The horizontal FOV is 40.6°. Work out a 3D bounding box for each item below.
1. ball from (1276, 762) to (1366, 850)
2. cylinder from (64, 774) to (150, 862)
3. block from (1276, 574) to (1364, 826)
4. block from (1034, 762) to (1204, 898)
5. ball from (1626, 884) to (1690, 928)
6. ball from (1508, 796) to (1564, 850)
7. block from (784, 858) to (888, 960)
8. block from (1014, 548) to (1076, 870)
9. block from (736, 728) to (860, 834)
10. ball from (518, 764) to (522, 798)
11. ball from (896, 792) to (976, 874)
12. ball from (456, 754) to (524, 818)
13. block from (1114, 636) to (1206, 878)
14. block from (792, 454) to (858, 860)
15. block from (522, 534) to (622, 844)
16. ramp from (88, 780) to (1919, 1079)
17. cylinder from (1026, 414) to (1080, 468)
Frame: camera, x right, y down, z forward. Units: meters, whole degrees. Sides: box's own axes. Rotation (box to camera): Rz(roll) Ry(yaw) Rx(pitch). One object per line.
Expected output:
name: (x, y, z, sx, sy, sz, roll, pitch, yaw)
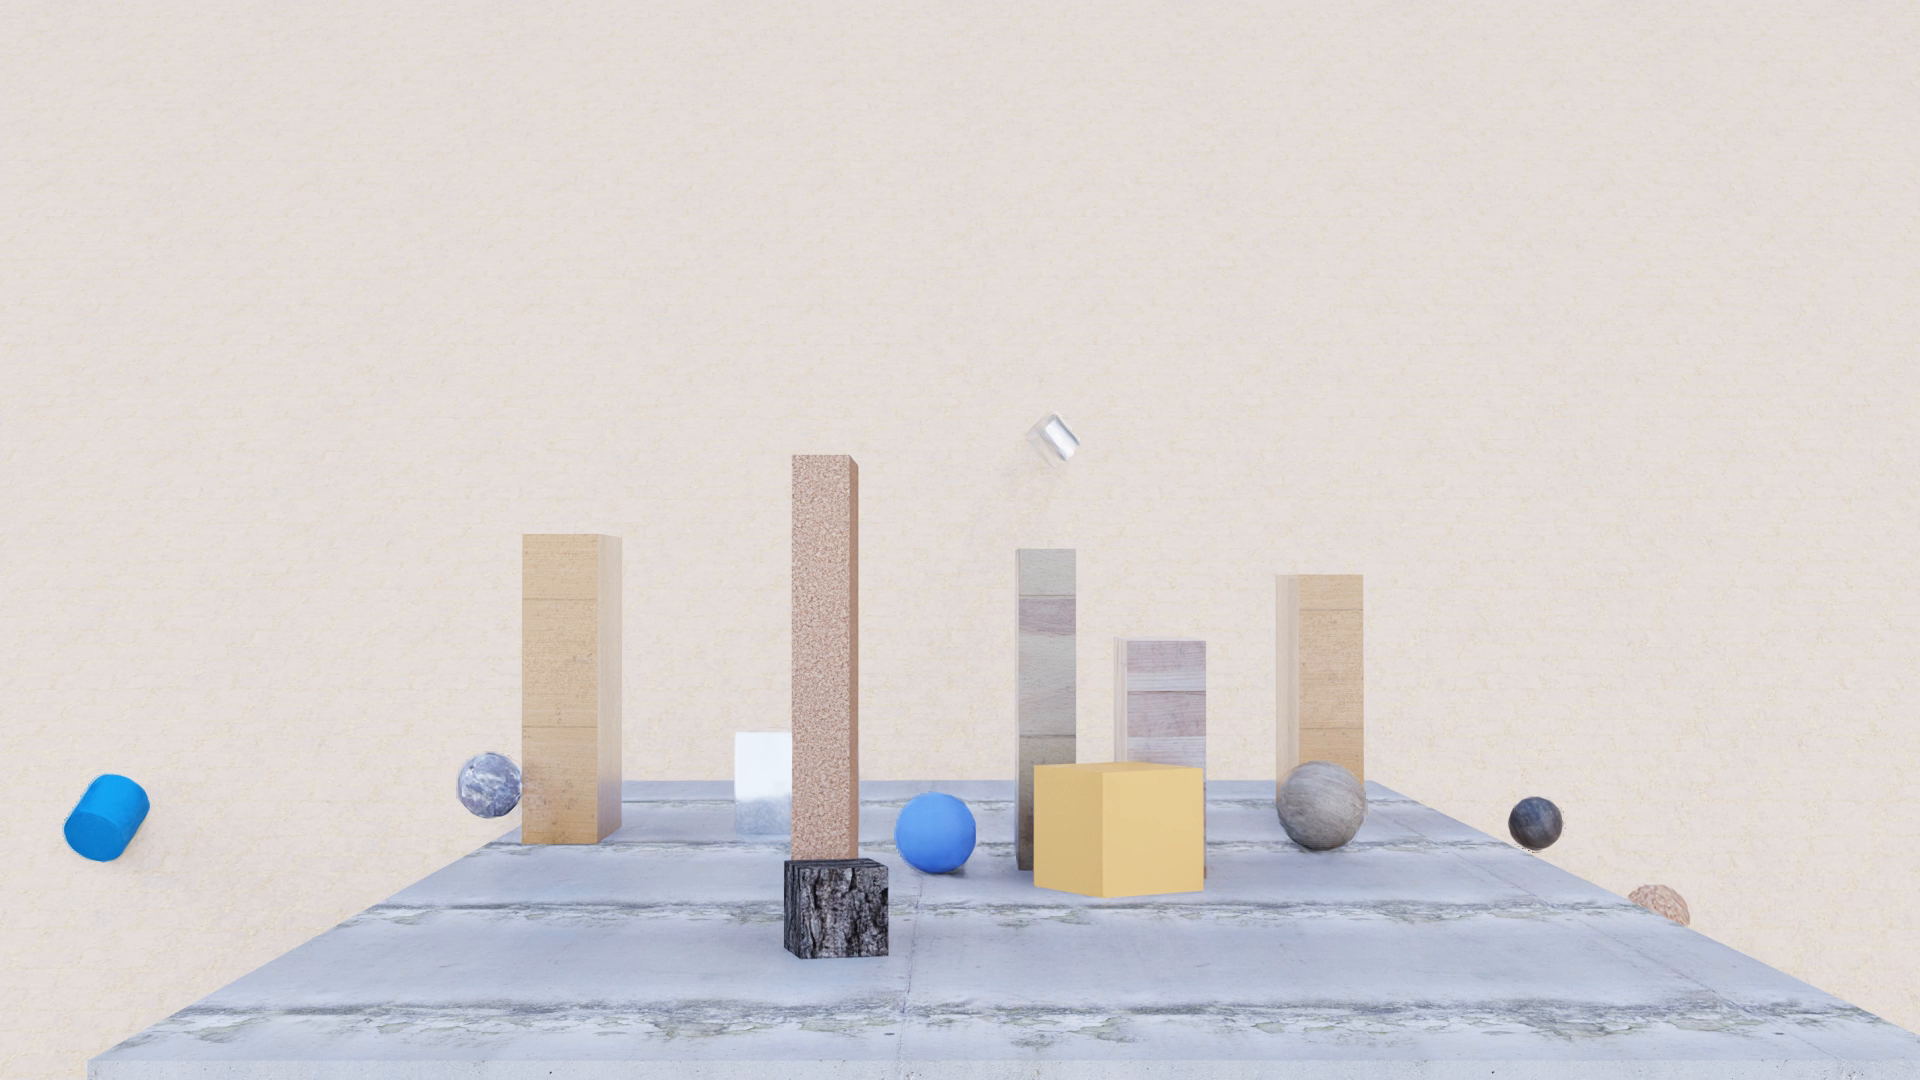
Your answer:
ball: (0.689, 0.508, 4.948, 0.168, 0.168, 0.168, 0, 33, 0)
cylinder: (-2.179, 0.710, 6.627, 0.159, 0.159, 0.159, 4, 33, 6)
block: (0.780, 0.341, 5.649, 0.136, 0.529, 0.398, 0, -1, 0)
block: (0.264, 0.480, 4.329, 0.202, 0.202, 0.202, 1, -1, -32)
ball: (1.692, 0.916, 6.309, 0.159, 0.159, 0.159, 0, 33, 0)
ball: (1.326, 0.653, 5.972, 0.123, 0.123, 0.123, 0, 33, 0)
block: (-0.172, 0.507, 3.575, 0.121, 0.121, 0.121, 0, -1, -15)
block: (0.155, 0.304, 4.766, 0.102, 0.571, 0.319, 0, -1, 0)
block: (-0.335, 0.498, 5.391, 0.205, 0.205, 0.205, 0, -1, 15)
ball: (-1.103, 0.628, 6.744, 0.117, 0.117, 0.117, 0, 33, 0)
ball: (-0.041, 0.515, 4.552, 0.141, 0.141, 0.141, 0, 33, 0)
ball: (-0.914, 0.478, 5.044, 0.126, 0.126, 0.126, 0, 33, 0)
block: (0.356, 0.382, 4.664, 0.137, 0.410, 0.387, 0, -1, 0)
block: (-0.196, 0.227, 3.812, 0.082, 0.689, 0.330, 0, -1, 0)
block: (-0.786, 0.295, 5.272, 0.149, 0.608, 0.368, 0, -1, 0)
ramp: (0.073, 0.639, 4.751, 2.000, 0.100, 4.000, 0, -1, 0)
cylinder: (0.292, -0.314, 8.155, 0.121, 0.121, 0.121, -38, 15, 12)
